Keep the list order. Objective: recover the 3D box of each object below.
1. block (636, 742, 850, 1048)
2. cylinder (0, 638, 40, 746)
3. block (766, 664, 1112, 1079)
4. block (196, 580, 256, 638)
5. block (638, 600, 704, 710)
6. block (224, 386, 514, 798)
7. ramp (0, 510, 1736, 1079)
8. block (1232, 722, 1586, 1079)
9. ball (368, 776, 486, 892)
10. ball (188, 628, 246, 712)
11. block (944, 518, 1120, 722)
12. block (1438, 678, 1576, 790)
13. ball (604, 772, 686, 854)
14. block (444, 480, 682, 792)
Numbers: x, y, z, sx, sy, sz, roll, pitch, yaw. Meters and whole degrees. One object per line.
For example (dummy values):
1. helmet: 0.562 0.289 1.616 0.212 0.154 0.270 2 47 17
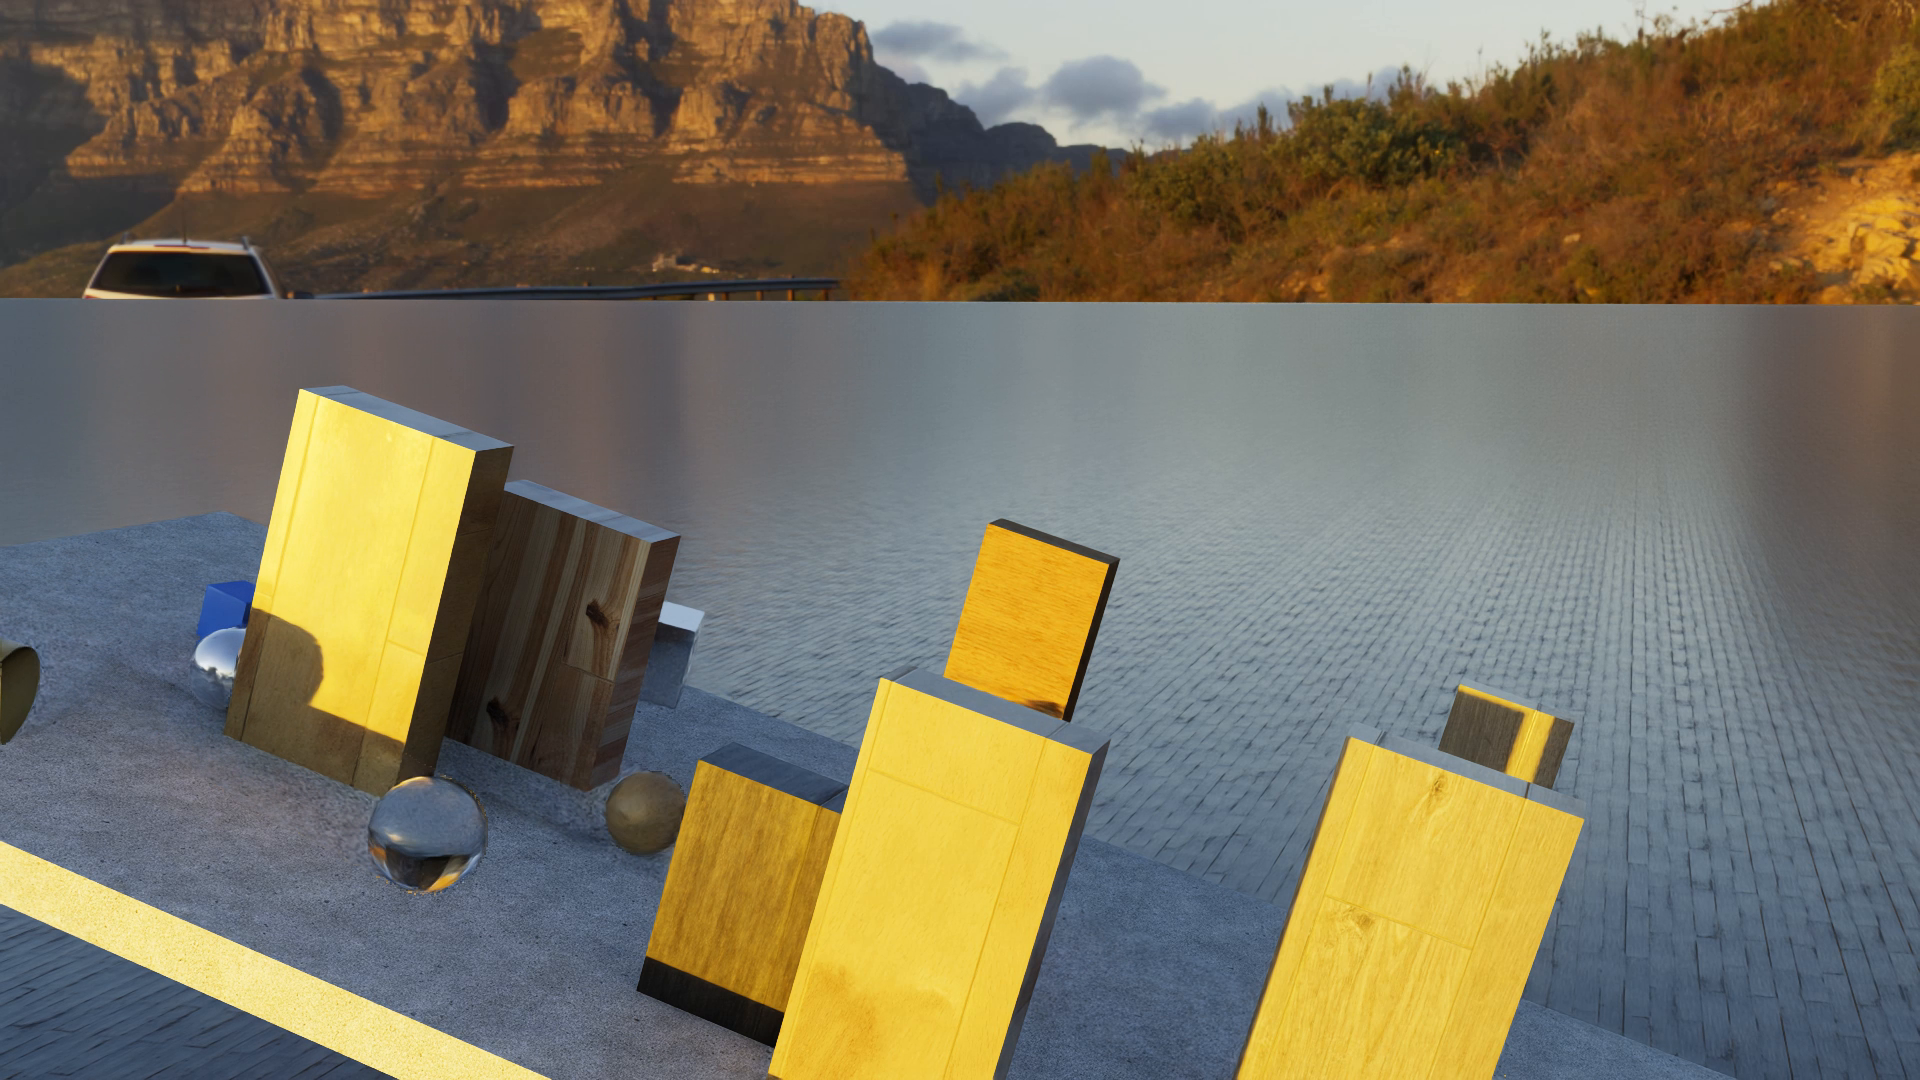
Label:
1. block: -0.332 0.585 3.626 0.274 0.415 0.143 19 12 14
2. cylinder: -1.751 0.247 3.850 0.189 0.189 0.189 17 9 5
3. block: -0.039 0.578 3.355 0.337 0.694 0.123 19 12 14
4. block: -1.547 0.163 4.726 0.112 0.112 0.112 21 12 22
5. block: -0.731 0.258 5.190 0.195 0.195 0.195 15 11 -3
6. block: -1.121 0.097 4.159 0.377 0.691 0.144 19 12 14
7. ramp: -0.371 0.719 4.236 4.000 0.100 2.000 19 12 14
8. block: 0.719 0.717 3.630 0.390 0.737 0.120 19 12 14
9. ball: -0.912 0.503 3.764 0.198 0.198 0.198 0 7 0
10. ball: -1.428 0.254 4.321 0.165 0.165 0.165 0 7 0
11. block: 0.102 0.335 4.675 0.271 0.707 0.106 19 12 14
12. block: 1.070 0.646 4.639 0.242 0.664 0.084 19 12 14
13. ball: -0.600 0.522 4.208 0.157 0.157 0.157 0 7 0
14. block: -0.829 0.192 4.506 0.366 0.536 0.141 19 12 14
